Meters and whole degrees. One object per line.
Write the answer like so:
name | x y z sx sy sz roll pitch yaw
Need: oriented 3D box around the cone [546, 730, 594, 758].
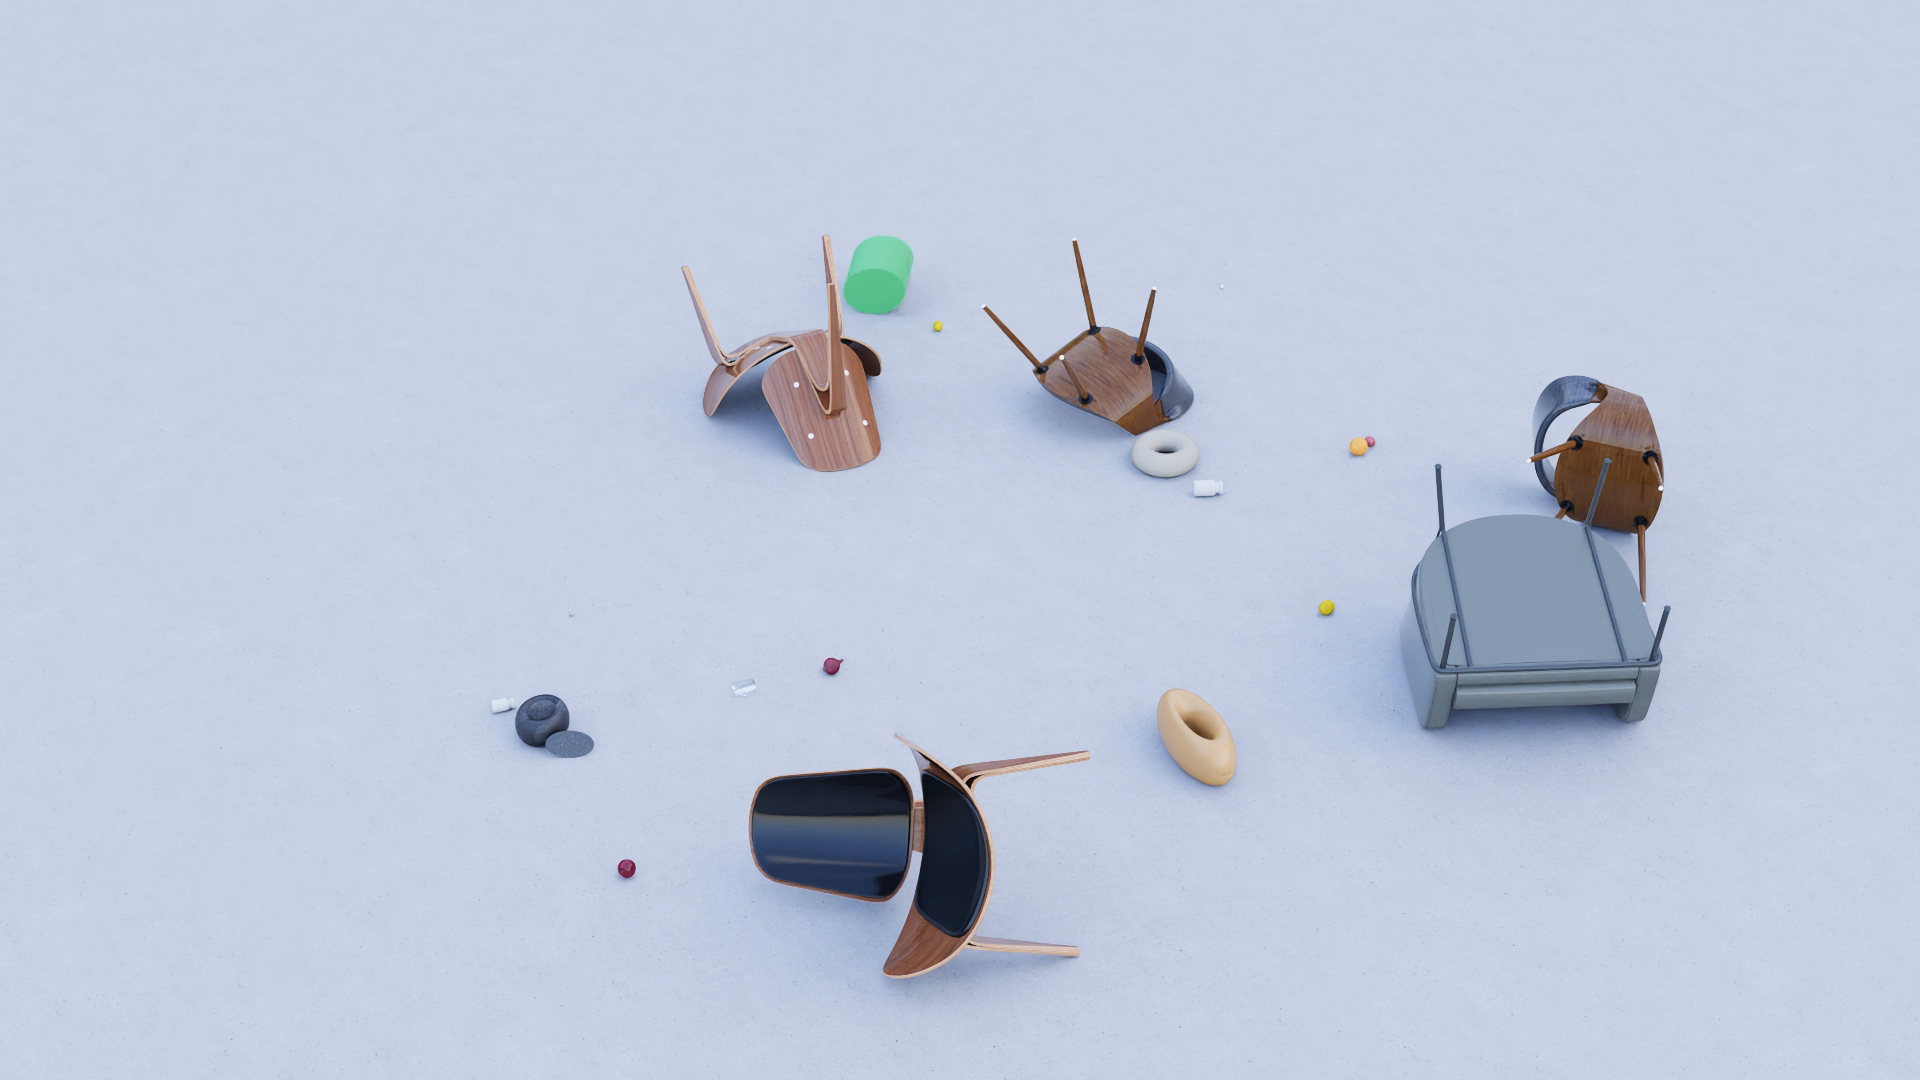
cone | -1.313 0.679 9.875 0.162 0.094 0.095 1 7 -6

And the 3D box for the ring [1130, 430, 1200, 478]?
ring | 0.796 -0.337 11.375 0.264 0.092 0.272 19 38 24

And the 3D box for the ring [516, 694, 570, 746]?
ring | -1.413 0.611 9.923 0.183 0.105 0.212 3 35 9

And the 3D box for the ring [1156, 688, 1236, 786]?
ring | 0.790 0.657 9.803 0.198 0.160 0.448 -11 36 -20

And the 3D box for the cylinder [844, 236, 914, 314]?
cylinder | -0.344 -1.128 12.459 0.263 0.215 0.305 -7 32 12
